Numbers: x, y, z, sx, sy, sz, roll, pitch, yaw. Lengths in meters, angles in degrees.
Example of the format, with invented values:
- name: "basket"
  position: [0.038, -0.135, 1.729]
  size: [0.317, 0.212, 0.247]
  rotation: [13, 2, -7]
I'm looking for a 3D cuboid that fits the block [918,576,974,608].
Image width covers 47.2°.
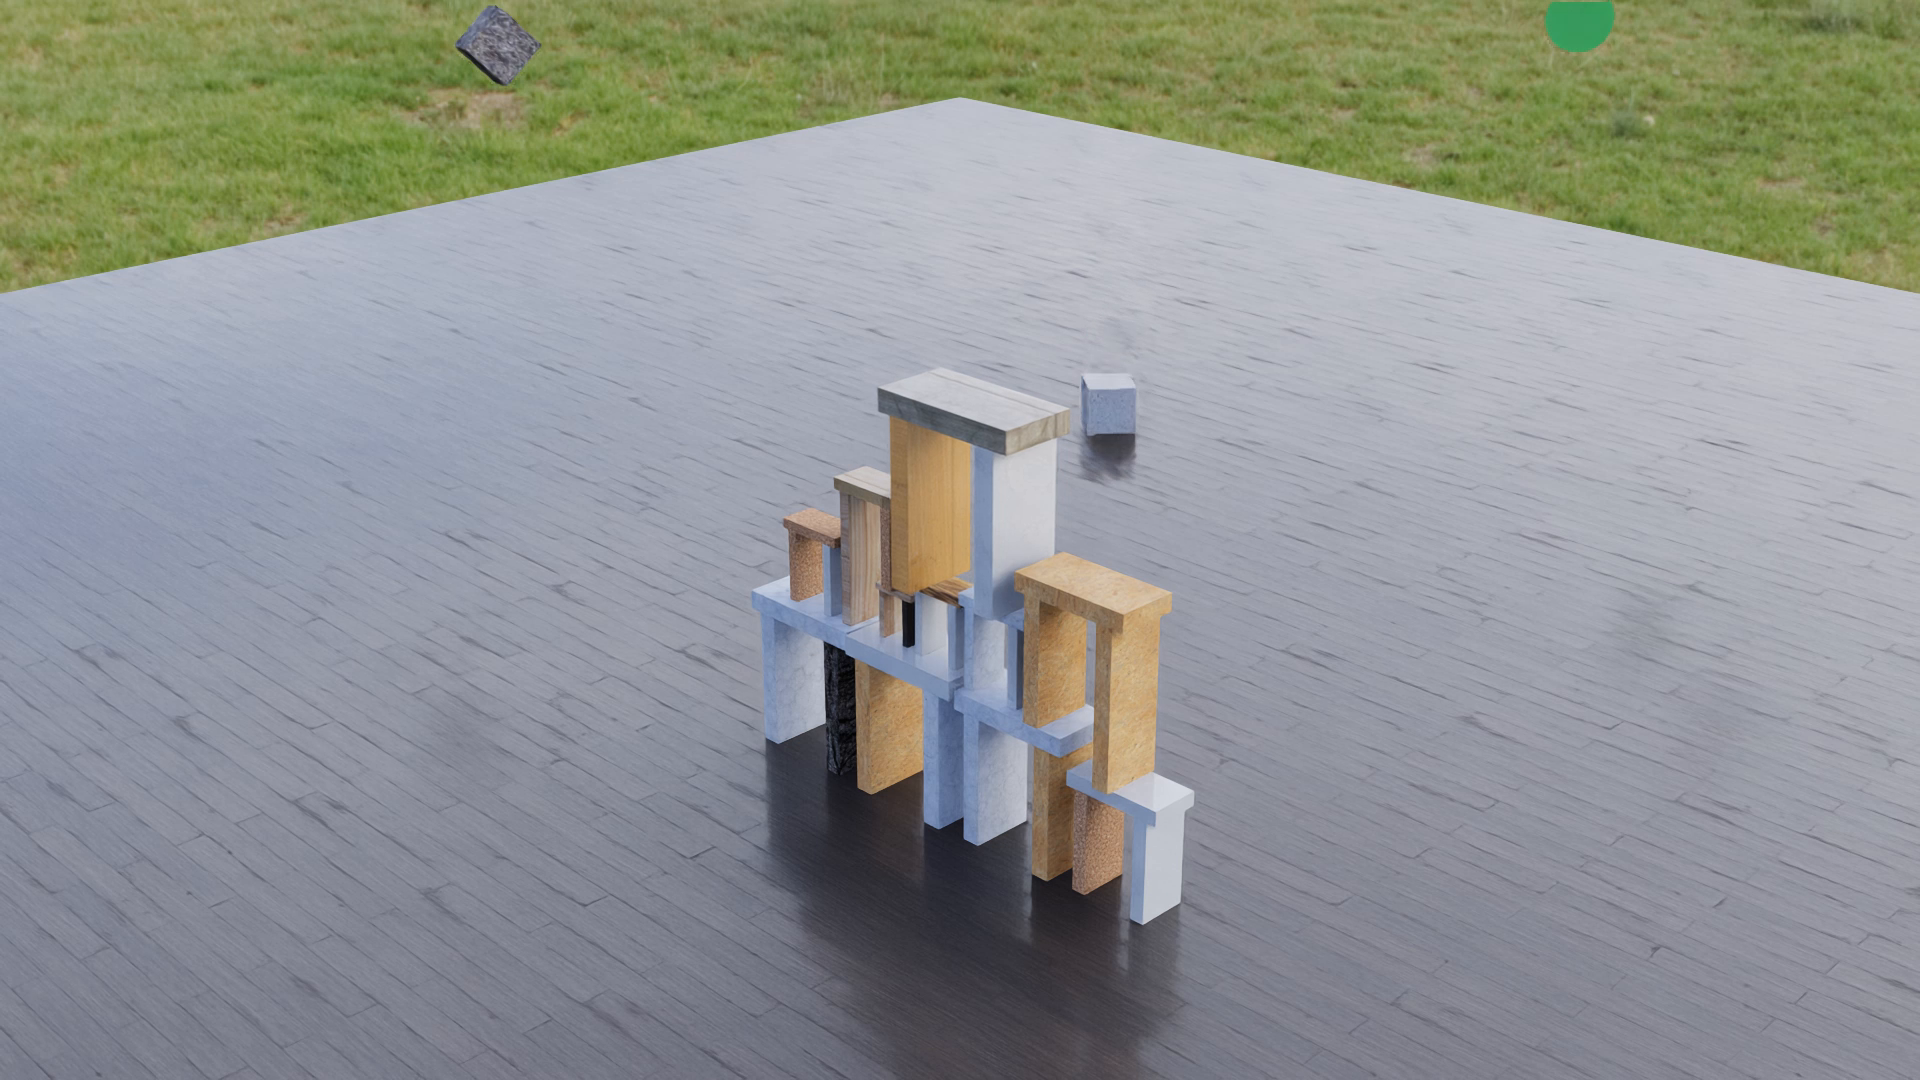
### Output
- name: "block"
  position: [-0.024, 0.095, 4.292]
  size: [0.138, 0.020, 0.069]
  rotation: [21, 31, 40]

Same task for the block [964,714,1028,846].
- name: "block"
  position: [0.071, 0.451, 4.342]
  size: [0.040, 0.279, 0.139]
  rotation: [21, 31, 41]

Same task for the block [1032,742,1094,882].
- name: "block"
  position: [0.202, 0.502, 4.221]
  size: [0.040, 0.279, 0.139]
  rotation: [21, 31, 41]

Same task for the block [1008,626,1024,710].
- name: "block"
  position: [0.129, 0.230, 4.182]
  size: [0.024, 0.172, 0.086]
  rotation: [21, 31, 40]

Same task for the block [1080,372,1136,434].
- name: "block"
  position: [0.441, -0.406, 6.536]
  size: [0.141, 0.141, 0.141]
  rotation: [-2, 23, -5]

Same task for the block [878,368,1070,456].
- name: "block"
  position: [0.023, -0.242, 4.089]
  size: [0.168, 0.048, 0.337]
  rotation: [-21, 31, -40]

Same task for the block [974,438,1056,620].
- name: "block"
  position: [0.102, -0.034, 4.091]
  size: [0.048, 0.337, 0.168]
  rotation: [21, 31, 41]

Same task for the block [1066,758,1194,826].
- name: "block"
  position: [0.315, 0.460, 4.079]
  size: [0.218, 0.031, 0.109]
  rotation: [21, 31, 41]

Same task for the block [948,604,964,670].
- name: "block"
  position: [0.008, 0.180, 4.293]
  size: [0.020, 0.138, 0.069]
  rotation: [21, 31, 41]

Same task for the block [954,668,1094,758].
- name: "block"
  position: [0.136, 0.330, 4.219]
  size: [0.279, 0.040, 0.140]
  rotation: [21, 31, 41]

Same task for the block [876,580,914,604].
- name: "block"
  position: [-0.116, 0.098, 4.386]
  size: [0.101, 0.014, 0.050]
  rotation: [21, 31, 41]

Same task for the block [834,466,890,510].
- name: "block"
  position: [-0.158, -0.102, 4.355]
  size: [0.176, 0.025, 0.088]
  rotation: [21, 31, 41]

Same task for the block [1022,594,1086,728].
- name: "block"
  position: [0.178, 0.208, 4.116]
  size: [0.037, 0.265, 0.132]
  rotation: [21, 31, 41]

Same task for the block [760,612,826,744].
- name: "block"
  position: [-0.353, 0.275, 4.732]
  size: [0.042, 0.298, 0.149]
  rotation: [21, 31, 41]

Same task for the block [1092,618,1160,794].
- name: "block"
  position: [0.303, 0.289, 4.014]
  size: [0.037, 0.334, 0.132]
  rotation: [21, 31, 41]

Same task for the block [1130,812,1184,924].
- name: "block"
  position: [0.366, 0.595, 4.081]
  size: [0.031, 0.218, 0.109]
  rotation: [21, 31, 41]

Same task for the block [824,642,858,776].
- name: "block"
  position: [-0.212, 0.330, 4.602]
  size: [0.042, 0.298, 0.149]
  rotation: [21, 31, 41]

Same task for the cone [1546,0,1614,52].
- name: "cone"
  position: [1.573, -1.344, 5.609]
  size: [0.168, 0.168, 0.168]
  rotation: [4, 24, 8]

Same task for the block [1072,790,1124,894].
- name: "block"
  position: [0.264, 0.554, 4.175]
  size: [0.031, 0.218, 0.109]
  rotation: [21, 31, 41]

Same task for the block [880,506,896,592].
- name: "block"
  position: [-0.116, 0.007, 4.356]
  size: [0.025, 0.176, 0.088]
  rotation: [21, 31, 41]

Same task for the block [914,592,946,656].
- name: "block"
  position: [-0.057, 0.154, 4.353]
  size: [0.020, 0.138, 0.069]
  rotation: [21, 31, 40]

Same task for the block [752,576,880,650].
- name: "block"
  position: [-0.283, 0.146, 4.601]
  size: [0.298, 0.042, 0.149]
  rotation: [21, 31, 41]

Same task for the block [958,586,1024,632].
- name: "block"
  position: [0.088, 0.124, 4.181]
  size: [0.172, 0.024, 0.086]
  rotation: [21, 31, 41]

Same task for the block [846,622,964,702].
- name: "block"
  position: [-0.075, 0.232, 4.399]
  size: [0.297, 0.042, 0.148]
  rotation: [21, 31, 41]

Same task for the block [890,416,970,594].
- name: "block"
  position: [-0.056, -0.088, 4.242]
  size: [0.168, 0.355, 0.048]
  rotation: [-21, 31, -41]

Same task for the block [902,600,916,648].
- name: "block"
  position: [-0.092, 0.160, 4.386]
  size: [0.014, 0.101, 0.050]
  rotation: [21, 31, 41]

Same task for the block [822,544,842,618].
- name: "block"
  position: [-0.244, 0.072, 4.518]
  size: [0.022, 0.157, 0.079]
  rotation: [21, 31, 41]

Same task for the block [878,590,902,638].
- name: "block"
  position: [-0.140, 0.141, 4.430]
  size: [0.014, 0.101, 0.050]
  rotation: [21, 31, 41]

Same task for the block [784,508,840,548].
- name: "block"
  position: [-0.281, -0.025, 4.517]
  size: [0.157, 0.022, 0.079]
  rotation: [21, 31, 41]

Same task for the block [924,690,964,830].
- name: "block"
  position: [-0.005, 0.416, 4.401]
  size: [0.042, 0.297, 0.148]
  rotation: [21, 31, 41]

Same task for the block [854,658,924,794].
- name: "block"
  position: [-0.145, 0.361, 4.529]
  size: [0.042, 0.297, 0.148]
  rotation: [21, 31, 41]

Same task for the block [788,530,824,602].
- name: "block"
  position: [-0.318, 0.043, 4.587]
  size: [0.022, 0.158, 0.079]
  rotation: [21, 31, 41]

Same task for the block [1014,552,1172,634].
- name: "block"
  position: [0.241, 0.094, 3.999]
  size: [0.132, 0.037, 0.265]
  rotation: [-21, 31, -41]

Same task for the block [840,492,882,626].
- name: "block"
  position: [-0.200, 0.027, 4.454]
  size: [0.025, 0.290, 0.088]
  rotation: [21, 31, 41]

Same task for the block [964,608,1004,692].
- name: "block"
  position: [0.047, 0.199, 4.257]
  size: [0.086, 0.172, 0.024]
  rotation: [-21, 31, -41]

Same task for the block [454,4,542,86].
- name: "block"
  position: [-1.203, -1.287, 5.722]
  size: [0.141, 0.141, 0.141]
  rotation: [-51, 29, -4]
